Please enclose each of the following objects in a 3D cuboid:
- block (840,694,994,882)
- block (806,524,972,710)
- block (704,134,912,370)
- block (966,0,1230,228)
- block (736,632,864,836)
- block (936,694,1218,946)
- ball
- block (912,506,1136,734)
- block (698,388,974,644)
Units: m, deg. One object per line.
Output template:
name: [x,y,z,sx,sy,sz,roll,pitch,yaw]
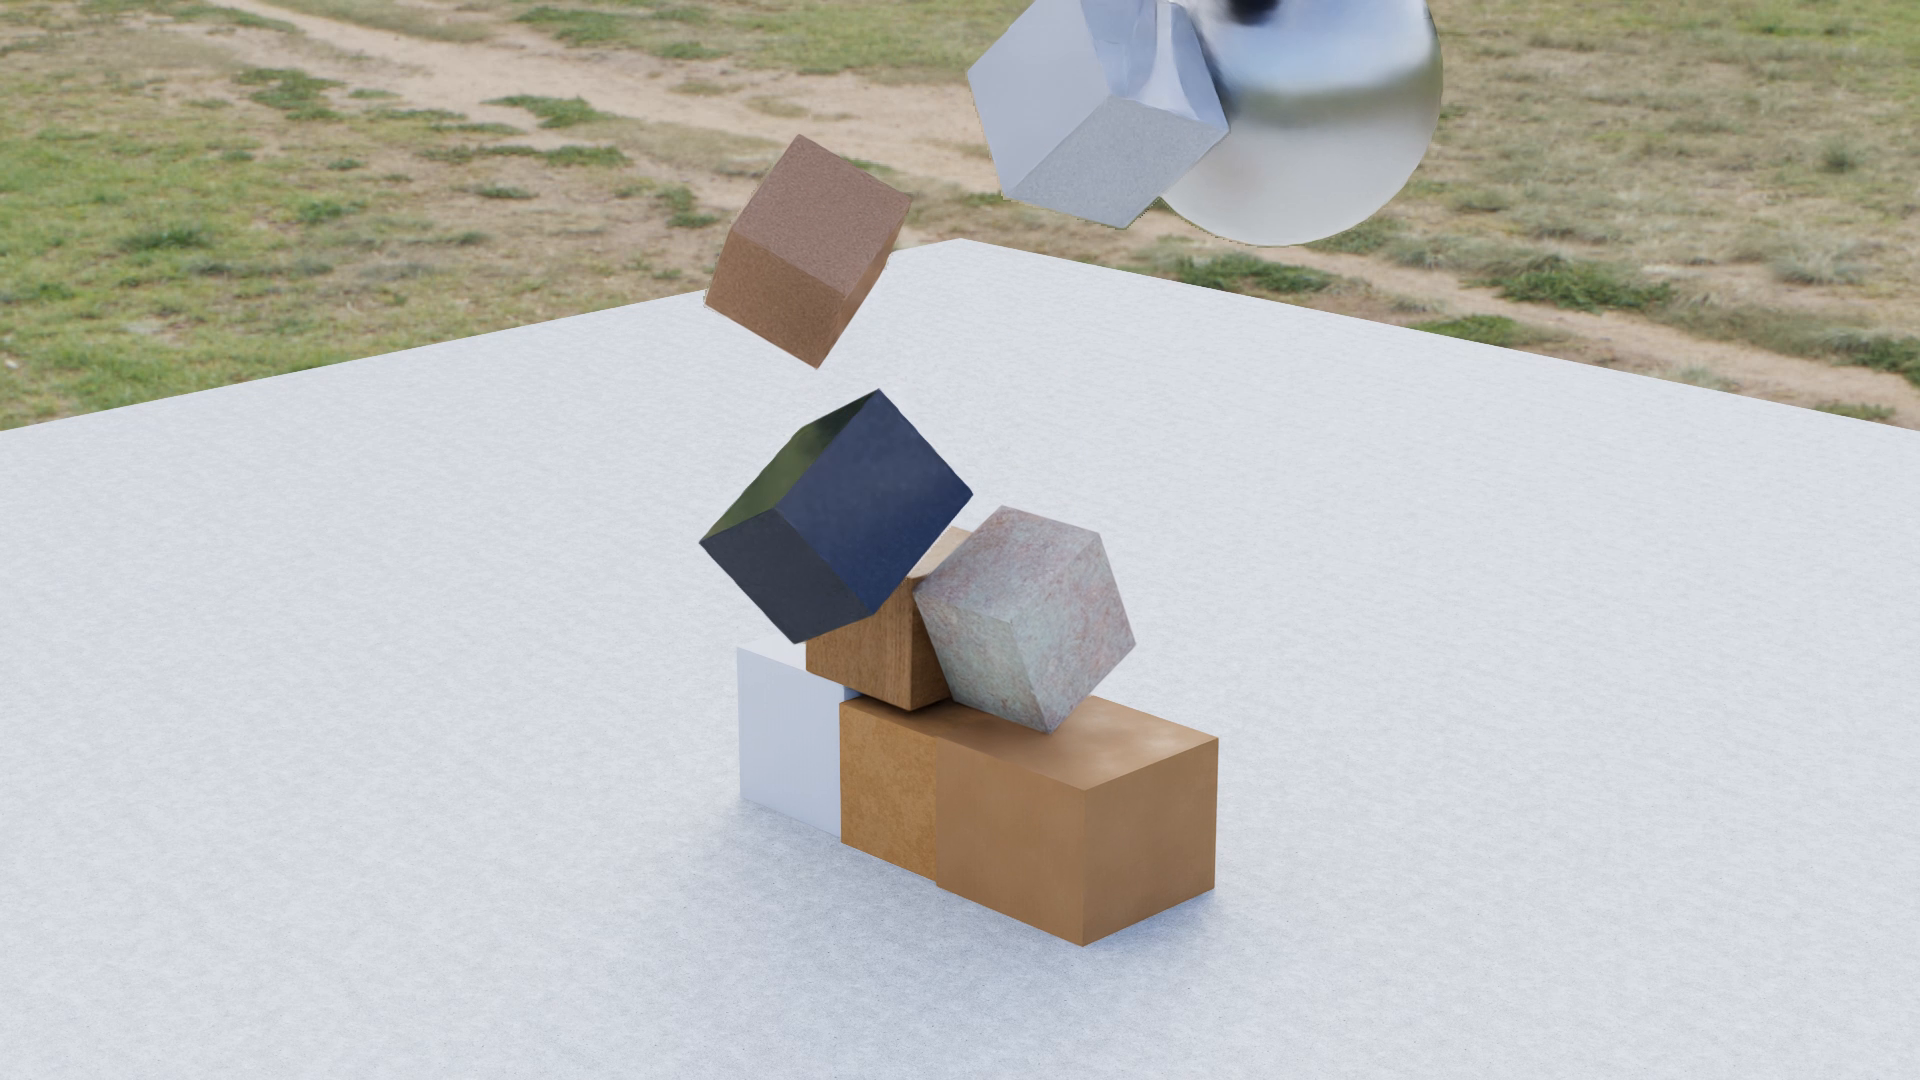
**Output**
block: [-0.051,1.080,13.739,0.769,0.701,0.672,-17,24,-42]
block: [-0.239,0.320,13.674,0.690,0.640,0.666,18,25,40]
block: [-0.680,-1.289,13.137,0.593,0.607,0.640,30,57,1]
block: [0.627,-2.018,13.477,0.731,0.773,0.733,10,53,-39]
block: [-0.554,0.887,14.226,0.719,0.778,0.759,-17,24,-42]
block: [0.524,1.228,13.216,0.882,0.732,0.907,-17,24,-42]
ball: [1.544,-2.232,14.258,1.600,1.600,1.600,0,17,0]
block: [0.297,0.355,13.290,0.593,0.668,0.650,17,49,41]
block: [-0.544,-0.096,12.865,0.788,0.633,0.704,-51,16,-31]
